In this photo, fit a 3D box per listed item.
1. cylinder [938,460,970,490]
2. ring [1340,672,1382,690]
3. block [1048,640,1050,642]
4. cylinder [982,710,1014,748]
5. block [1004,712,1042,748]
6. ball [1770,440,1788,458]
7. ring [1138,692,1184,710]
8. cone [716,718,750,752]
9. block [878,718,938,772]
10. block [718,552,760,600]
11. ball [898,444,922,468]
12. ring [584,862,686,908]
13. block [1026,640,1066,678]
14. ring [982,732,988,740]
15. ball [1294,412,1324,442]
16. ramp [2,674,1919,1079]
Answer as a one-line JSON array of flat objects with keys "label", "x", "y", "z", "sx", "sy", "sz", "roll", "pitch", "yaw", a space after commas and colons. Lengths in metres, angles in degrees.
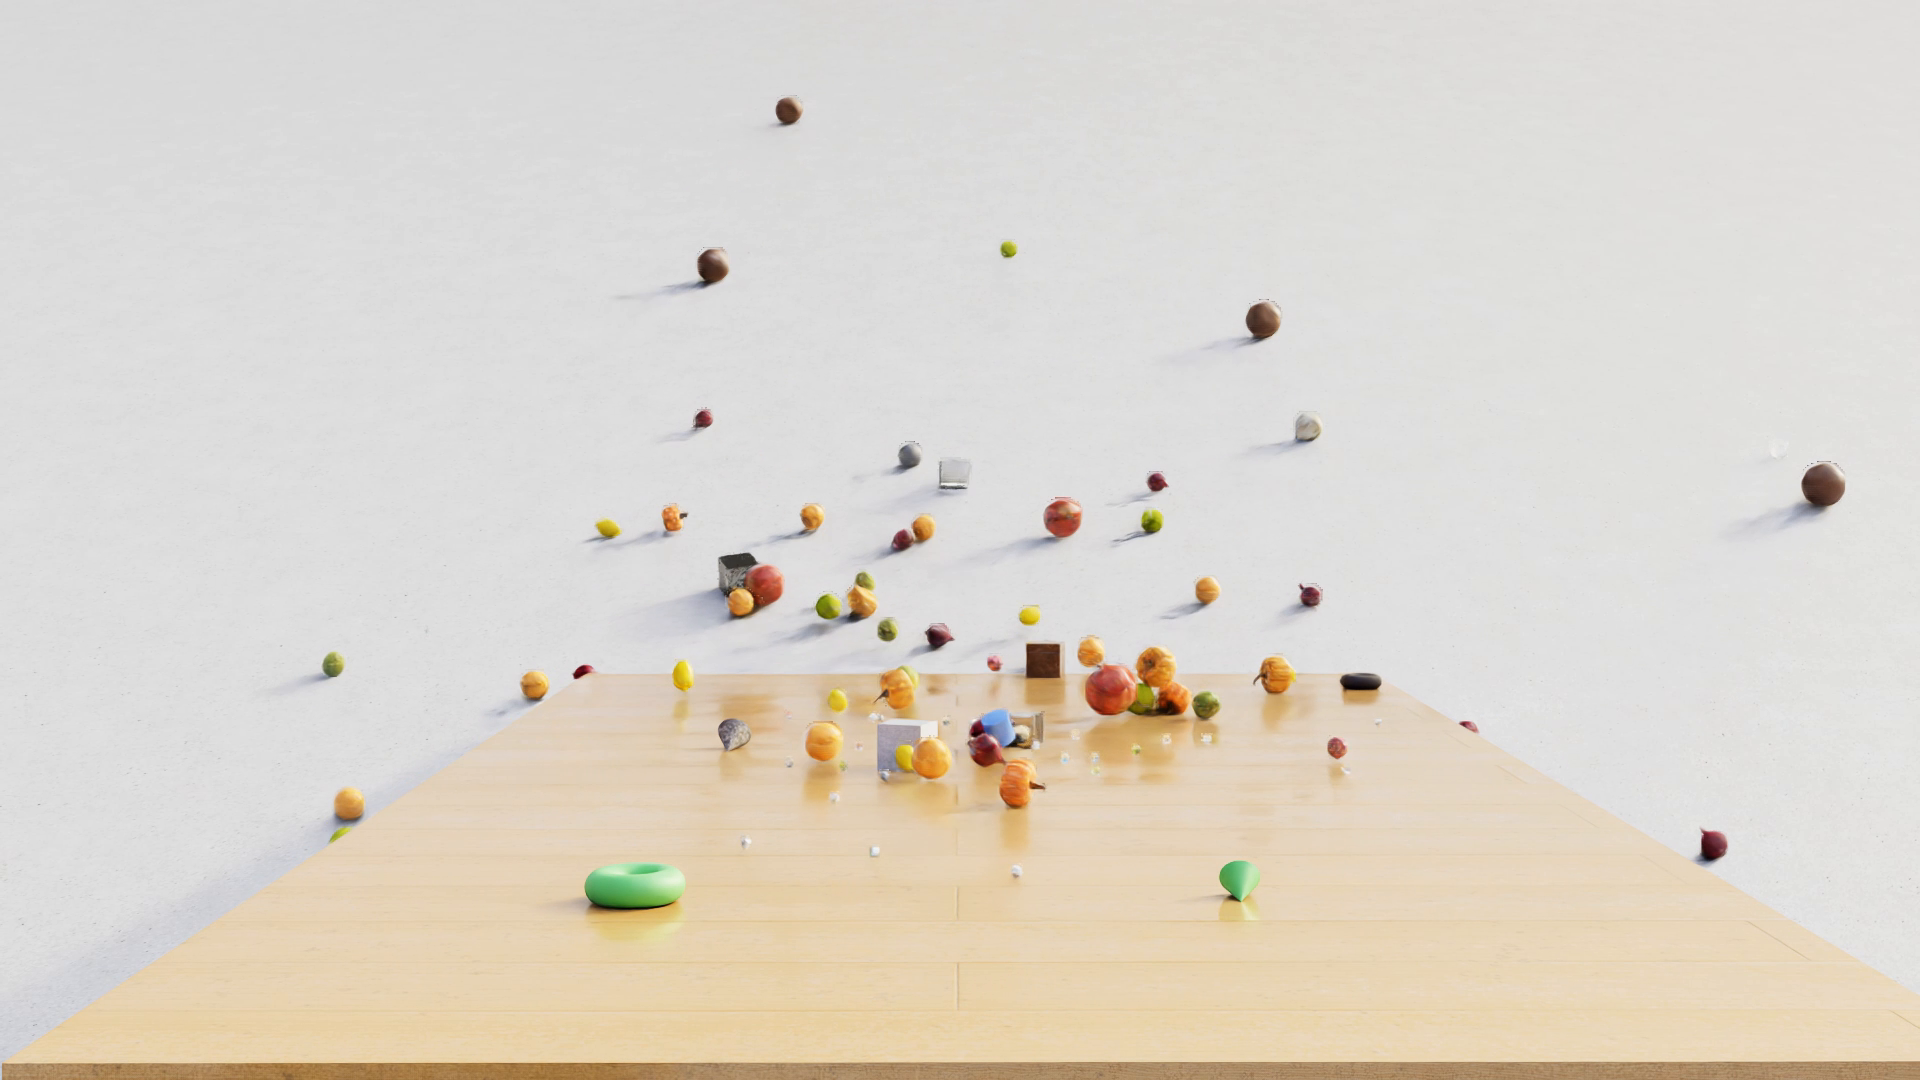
[{"label": "cylinder", "x": -0.017, "y": -0.202, "z": 7.935, "sx": 0.089, "sy": 0.089, "sz": 0.089, "roll": 2, "pitch": 23, "yaw": 6}, {"label": "ring", "x": 0.962, "y": 0.339, "z": 6.170, "sx": 0.100, "sy": 0.033, "sz": 0.100, "roll": 0, "pitch": 4, "yaw": 0}, {"label": "block", "x": 0.232, "y": 0.307, "z": 6.775, "sx": 0.059, "sy": 0.059, "sz": 0.059, "roll": 18, "pitch": 29, "yaw": 37}, {"label": "cylinder", "x": 0.074, "y": 0.364, "z": 4.965, "sx": 0.053, "sy": 0.053, "sz": 0.053, "roll": -13, "pitch": 29, "yaw": 8}, {"label": "block", "x": 0.122, "y": 0.373, "z": 5.046, "sx": 0.064, "sy": 0.064, "sz": 0.064, "roll": 1, "pitch": 3, "yaw": 21}, {"label": "ball", "x": 2.608, "y": -0.288, "z": 8.191, "sx": 0.056, "sy": 0.056, "sz": 0.056, "roll": 0, "pitch": 23, "yaw": 0}, {"label": "ring", "x": 0.447, "y": 0.357, "z": 5.716, "sx": 0.106, "sy": 0.035, "sz": 0.106, "roll": 1, "pitch": 2, "yaw": 0}, {"label": "cone", "x": -0.445, "y": 0.392, "z": 4.995, "sx": 0.067, "sy": 0.067, "sz": 0.067, "roll": 2, "pitch": 34, "yaw": 5}, {"label": "block", "x": -0.096, "y": 0.377, "z": 4.716, "sx": 0.085, "sy": 0.085, "sz": 0.085, "roll": 1, "pitch": 3, "yaw": 20}, {"label": "block", "x": -0.620, "y": 0.101, "z": 7.221, "sx": 0.094, "sy": 0.094, "sz": 0.094, "roll": -8, "pitch": 24, "yaw": -19}, {"label": "ball", "x": -0.157, "y": -0.266, "z": 8.114, "sx": 0.076, "sy": 0.076, "sz": 0.076, "roll": 0, "pitch": 23, "yaw": 0}, {"label": "ring", "x": -0.429, "y": 0.456, "z": 3.396, "sx": 0.133, "sy": 0.044, "sz": 0.133, "roll": -1, "pitch": 3, "yaw": 0}, {"label": "block", "x": 0.215, "y": 0.300, "z": 6.468, "sx": 0.085, "sy": 0.085, "sz": 0.085, "roll": 0, "pitch": 3, "yaw": 11}, {"label": "ring", "x": 0.097, "y": 0.384, "z": 5.140, "sx": 0.104, "sy": 0.035, "sz": 0.104, "roll": -1, "pitch": 4, "yaw": 0}, {"label": "ball", "x": 1.129, "y": -0.367, "z": 8.331, "sx": 0.093, "sy": 0.093, "sz": 0.093, "roll": 0, "pitch": 23, "yaw": 0}, {"label": "ramp", "x": 0.053, "y": 0.477, "z": 4.537, "sx": 2.000, "sy": 0.100, "sz": 4.000, "roll": 0, "pitch": 3, "yaw": 0}]
